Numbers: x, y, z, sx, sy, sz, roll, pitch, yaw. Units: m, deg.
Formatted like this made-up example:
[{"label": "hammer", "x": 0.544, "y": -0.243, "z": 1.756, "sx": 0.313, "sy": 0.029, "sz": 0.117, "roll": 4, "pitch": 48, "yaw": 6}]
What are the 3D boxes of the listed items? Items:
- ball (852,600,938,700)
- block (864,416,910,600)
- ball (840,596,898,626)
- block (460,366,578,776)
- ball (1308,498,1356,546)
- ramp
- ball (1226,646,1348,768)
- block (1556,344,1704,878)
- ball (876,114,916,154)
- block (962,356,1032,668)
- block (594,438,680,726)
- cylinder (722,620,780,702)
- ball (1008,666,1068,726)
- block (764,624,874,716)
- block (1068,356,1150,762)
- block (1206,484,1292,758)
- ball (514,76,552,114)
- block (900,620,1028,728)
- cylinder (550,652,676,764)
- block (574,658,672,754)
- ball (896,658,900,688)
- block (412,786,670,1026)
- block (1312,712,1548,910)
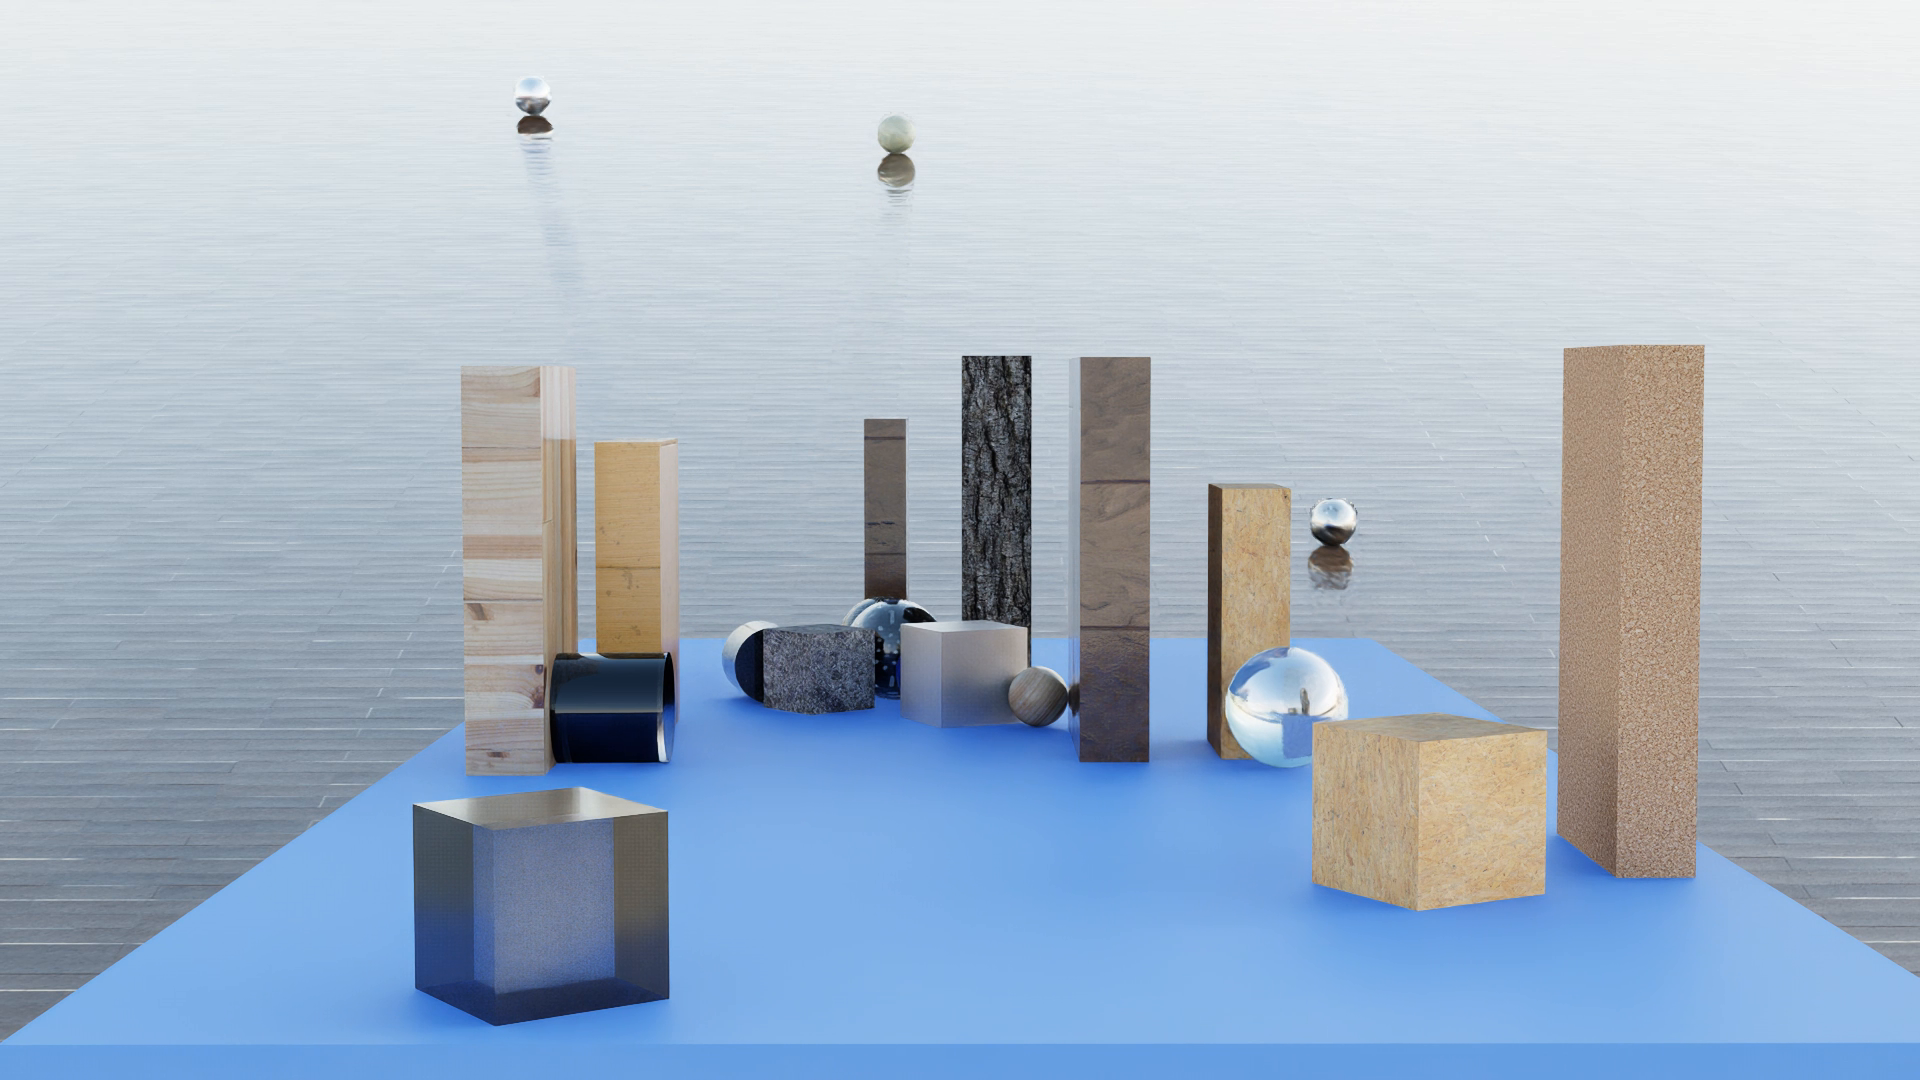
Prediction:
[{"label": "ball", "x": -0.133, "y": 0.225, "z": 5.262, "sx": 0.207, "sy": 0.207, "sz": 0.207, "roll": 0, "pitch": 20, "yaw": 0}, {"label": "block", "x": -0.162, "y": 0.013, "z": 5.726, "sx": 0.090, "sy": 0.572, "sz": 0.356, "roll": 0, "pitch": 4, "yaw": 0}, {"label": "ball", "x": -0.165, "y": 0.218, "z": 5.461, "sx": 0.196, "sy": 0.196, "sz": 0.196, "roll": 0, "pitch": 20, "yaw": 0}, {"label": "block", "x": -0.756, "y": 0.040, "z": 4.436, "sx": 0.131, "sy": 0.679, "sz": 0.391, "roll": 0, "pitch": 4, "yaw": 0}, {"label": "ball", "x": 1.079, "y": -0.051, "z": 7.432, "sx": 0.137, "sy": 0.137, "sz": 0.137, "roll": 0, "pitch": 20, "yaw": 0}, {"label": "ramp", "x": 0.047, "y": 0.424, "z": 4.534, "sx": 2.000, "sy": 0.100, "sz": 4.000, "roll": 0, "pitch": 4, "yaw": 0}, {"label": "ball", "x": 0.552, "y": 0.283, "z": 4.336, "sx": 0.206, "sy": 0.206, "sz": 0.206, "roll": 0, "pitch": 20, "yaw": 0}, {"label": "block", "x": 0.916, "y": 0.085, "z": 3.525, "sx": 0.105, "sy": 0.700, "sz": 0.334, "roll": 0, "pitch": 4, "yaw": 0}, {"label": "ball", "x": -0.316, "y": -2.013, "z": 12.724, "sx": 0.194, "sy": 0.194, "sz": 0.194, "roll": 0, "pitch": 20, "yaw": 0}, {"label": "block", "x": 0.073, "y": -0.027, "z": 5.314, "sx": 0.139, "sy": 0.704, "sz": 0.361, "roll": 0, "pitch": 4, "yaw": 0}, {"label": "block", "x": -0.601, "y": 0.085, "z": 4.800, "sx": 0.118, "sy": 0.543, "sz": 0.308, "roll": 0, "pitch": 4, "yaw": 0}, {"label": "cylinder", "x": -0.400, "y": 0.250, "z": 5.278, "sx": 0.155, "sy": 0.155, "sz": 0.155, "roll": -5, "pitch": 5, "yaw": -15}, {"label": "ball", "x": 0.149, "y": 0.296, "z": 4.859, "sx": 0.114, "sy": 0.114, "sz": 0.114, "roll": 0, "pitch": 20, "yaw": 0}, {"label": "block", "x": -0.282, "y": 0.257, "z": 5.139, "sx": 0.159, "sy": 0.159, "sz": 0.159, "roll": -3, "pitch": 5, "yaw": -40}, {"label": "block", "x": 0.264, "y": 0.021, "z": 4.606, "sx": 0.119, "sy": 0.694, "sz": 0.445, "roll": 0, "pitch": 4, "yaw": 0}, {"label": "block", "x": 0.510, "y": 0.138, "z": 4.554, "sx": 0.118, "sy": 0.468, "sz": 0.248, "roll": 0, "pitch": 4, "yaw": 0}, {"label": "ball", "x": -2.281, "y": -2.372, "z": 13.697, "sx": 0.202, "sy": 0.202, "sz": 0.202, "roll": 0, "pitch": 20, "yaw": 0}, {"label": "block", "x": 0.006, "y": 0.256, "z": 4.952, "sx": 0.182, "sy": 0.182, "sz": 0.182, "roll": -2, "pitch": 4, "yaw": -26}, {"label": "cylinder", "x": -0.594, "y": 0.288, "z": 4.409, "sx": 0.190, "sy": 0.190, "sz": 0.190, "roll": 0, "pitch": 20, "yaw": 0}, {"label": "block", "x": -0.600, "y": 0.294, "z": 4.582, "sx": 0.153, "sy": 0.153, "sz": 0.153, "roll": 0, "pitch": 4, "yaw": 0}, {"label": "ball", "x": -0.055, "y": 0.265, "z": 5.108, "sx": 0.147, "sy": 0.147, "sz": 0.147, "roll": 0, "pitch": 20, "yaw": 0}, {"label": "block", "x": -0.447, "y": 0.384, "z": 2.737, "sx": 0.201, "sy": 0.201, "sz": 0.201, "roll": -3, "pitch": 4, "yaw": -35}, {"label": "block", "x": 0.602, "y": 0.344, "z": 3.304, "sx": 0.210, "sy": 0.210, "sz": 0.210, "roll": -2, "pitch": 4, "yaw": -30}]
